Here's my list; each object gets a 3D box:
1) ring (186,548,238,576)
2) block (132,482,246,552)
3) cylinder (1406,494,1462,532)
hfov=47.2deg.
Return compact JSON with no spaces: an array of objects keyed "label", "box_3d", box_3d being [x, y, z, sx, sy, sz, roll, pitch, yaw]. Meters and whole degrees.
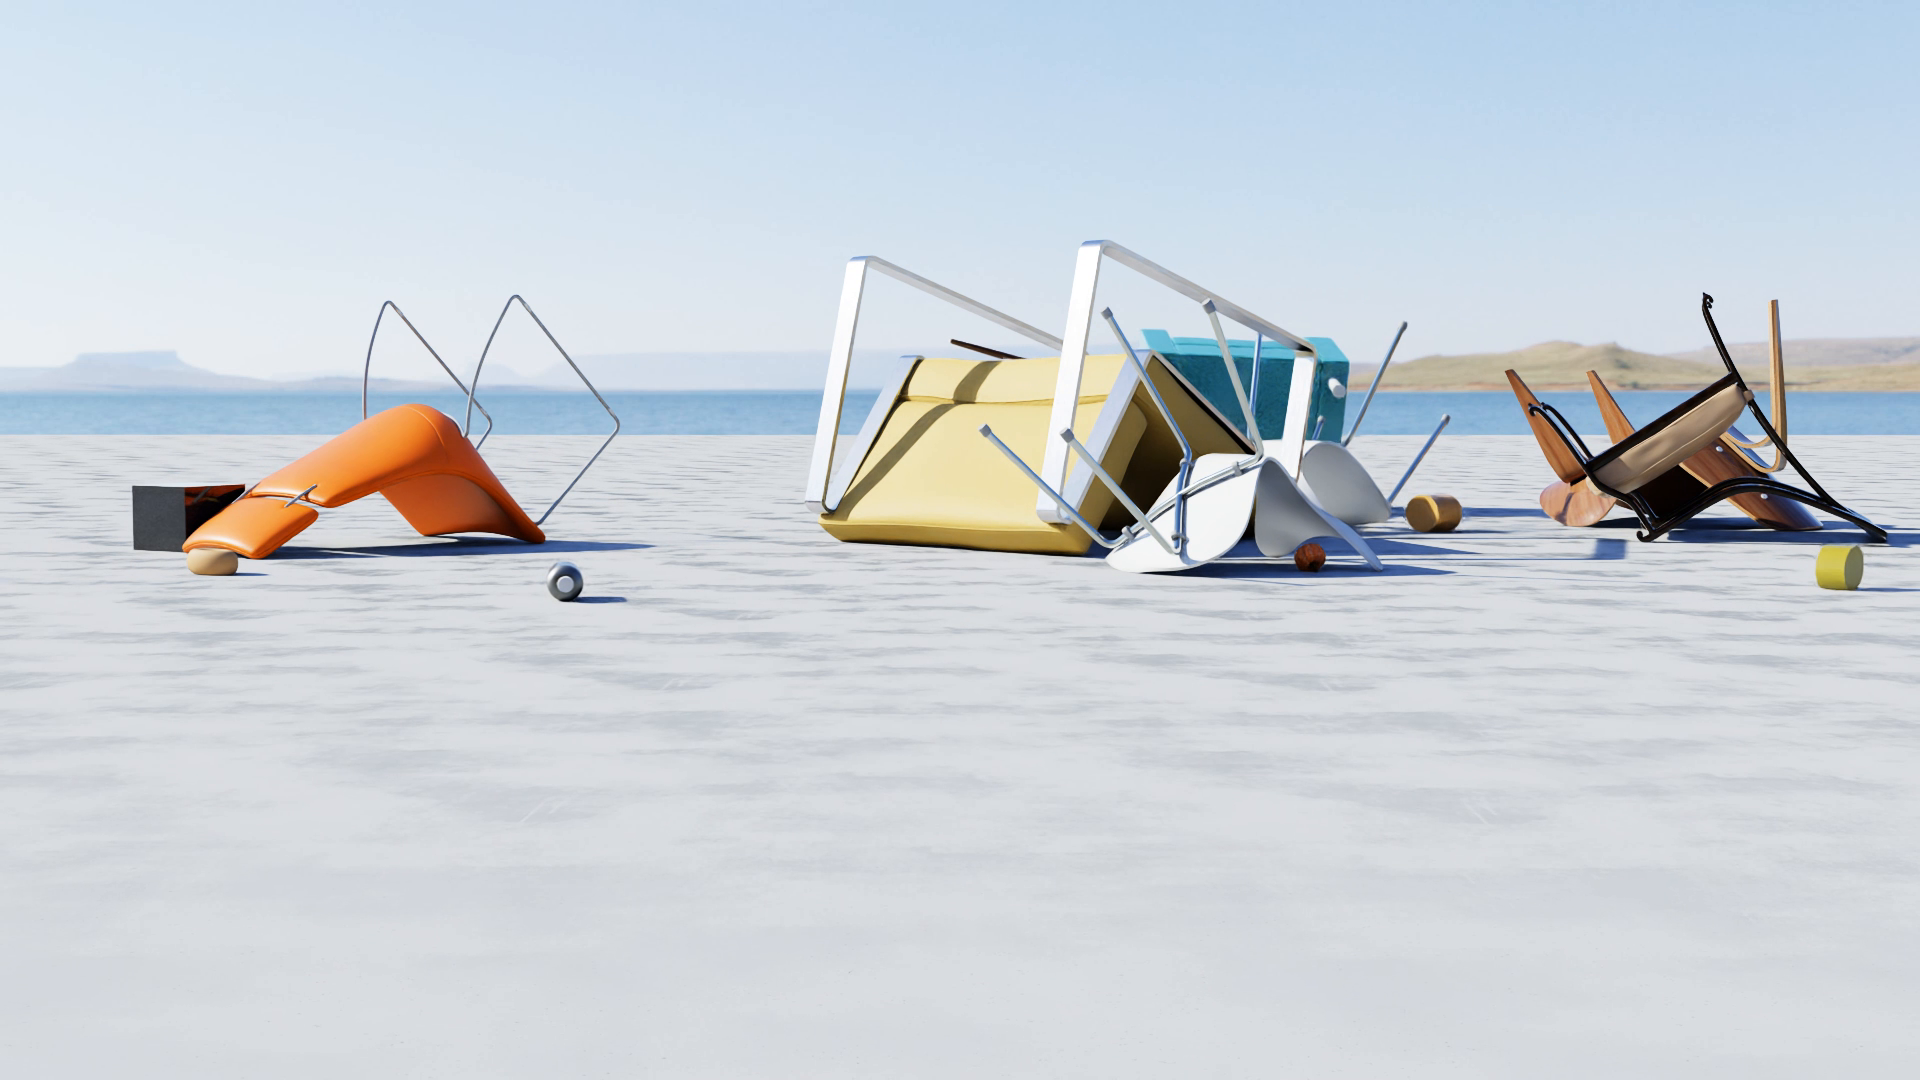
[{"label":"ring","box_3d":[-1.815,0.053,5.340,0.161,0.060,0.091,4,4,35]},{"label":"block","box_3d":[-2.162,-0.065,6.173,0.212,0.181,0.213,2,5,30]},{"label":"cylinder","box_3d":[1.494,-0.085,6.929,0.109,0.117,0.136,-3,6,-36]}]
